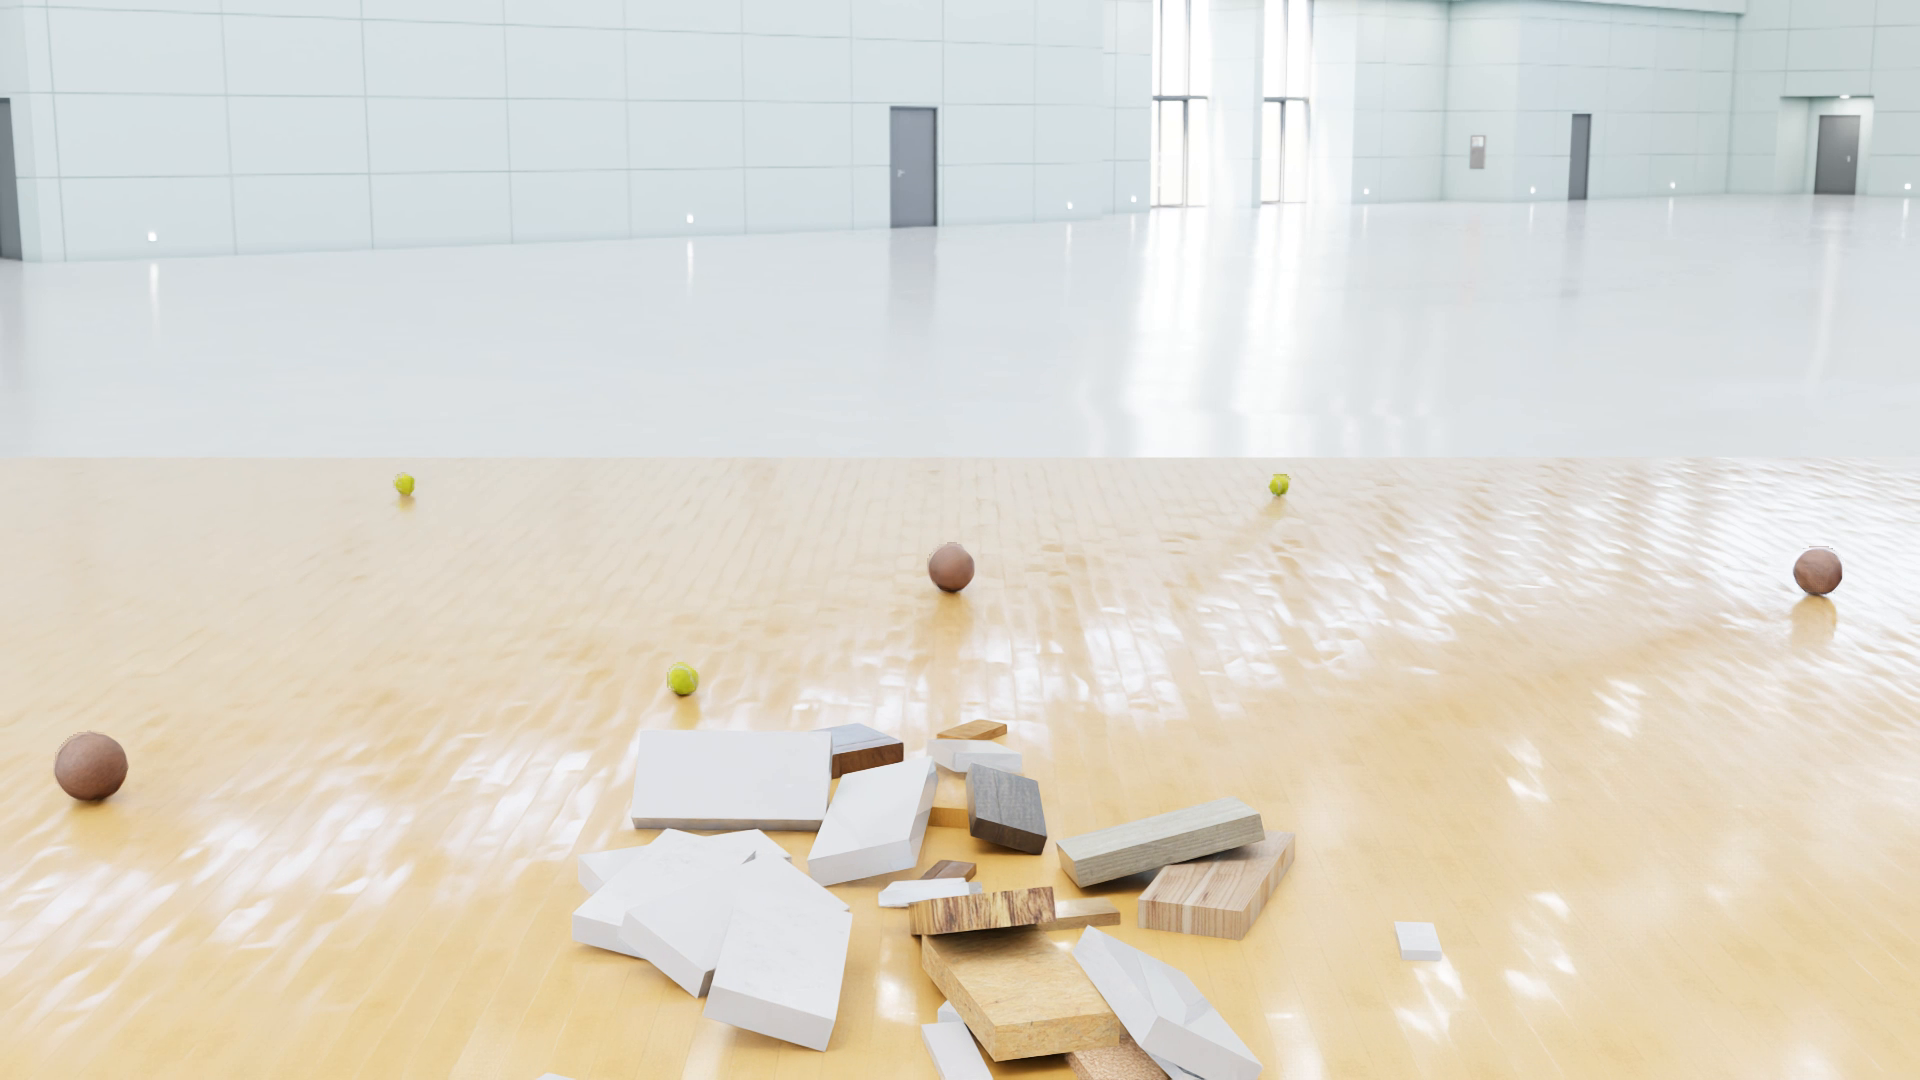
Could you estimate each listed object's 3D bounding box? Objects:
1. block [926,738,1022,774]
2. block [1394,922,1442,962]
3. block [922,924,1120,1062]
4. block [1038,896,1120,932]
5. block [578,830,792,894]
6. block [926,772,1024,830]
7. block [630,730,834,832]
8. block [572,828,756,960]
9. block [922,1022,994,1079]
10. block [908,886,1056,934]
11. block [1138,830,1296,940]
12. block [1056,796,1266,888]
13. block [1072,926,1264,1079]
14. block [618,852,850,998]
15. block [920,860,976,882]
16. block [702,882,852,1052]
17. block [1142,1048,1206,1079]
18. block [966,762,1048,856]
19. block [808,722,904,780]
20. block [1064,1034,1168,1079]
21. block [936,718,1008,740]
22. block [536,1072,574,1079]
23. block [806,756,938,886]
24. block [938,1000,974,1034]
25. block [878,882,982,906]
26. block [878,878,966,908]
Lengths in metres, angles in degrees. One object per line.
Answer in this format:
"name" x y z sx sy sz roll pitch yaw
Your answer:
"block" 0.026 0.423 4.317 0.131 0.037 0.261 3 0 -13
"block" 0.714 0.626 3.430 0.061 0.017 0.121 1 11 6
"block" 0.080 0.637 3.130 0.177 0.050 0.355 -3 11 -17
"block" 0.176 0.603 3.540 0.149 0.021 0.074 -3 11 -14
"block" -0.466 0.556 3.724 0.325 0.046 0.162 -5 12 -25
"block" 0.028 0.485 4.134 0.131 0.037 0.261 3 11 14
"block" -0.415 0.440 4.028 0.353 0.176 0.050 0 -32 2
"block" -0.469 0.565 3.519 0.162 0.046 0.325 11 20 17
"block" 0.009 0.718 2.933 0.061 0.017 0.338 -2 11 -11
"block" 0.028 0.561 3.324 0.177 0.050 0.355 -5 -10 -8
"block" 0.434 0.565 3.672 0.169 0.048 0.418 4 11 20
"block" 0.338 0.511 3.742 0.325 0.046 0.162 -13 6 -7
"block" 0.280 0.644 3.030 0.169 0.048 0.338 29 3 -16
"block" -0.343 0.588 3.390 0.169 0.048 0.338 31 25 28
"block" -0.024 0.572 3.715 0.066 0.019 0.131 3 11 18
"block" -0.260 0.614 3.198 0.177 0.050 0.355 17 14 -3
"block" 0.295 0.704 2.935 0.061 0.017 0.121 26 1 -21
"block" 0.081 0.484 3.976 0.130 0.037 0.261 16 14 -6
"block" -0.308 0.433 4.378 0.353 0.050 0.176 -7 13 -33
"block" 0.213 0.713 2.933 0.095 0.027 0.190 -3 11 -14
"block" 0.026 0.405 4.606 0.074 0.021 0.149 8 13 36
"block" -0.549 0.737 2.806 0.095 0.027 0.190 6 12 28
"block" -0.148 0.496 3.928 0.176 0.050 0.501 -13 9 6
"block" 0.046 0.666 3.188 0.095 0.027 0.190 4 11 20
"block" -0.046 0.558 3.474 0.148 0.021 0.074 -9 -10 16
"block" -0.062 0.578 3.604 0.131 0.019 0.066 -7 12 24
